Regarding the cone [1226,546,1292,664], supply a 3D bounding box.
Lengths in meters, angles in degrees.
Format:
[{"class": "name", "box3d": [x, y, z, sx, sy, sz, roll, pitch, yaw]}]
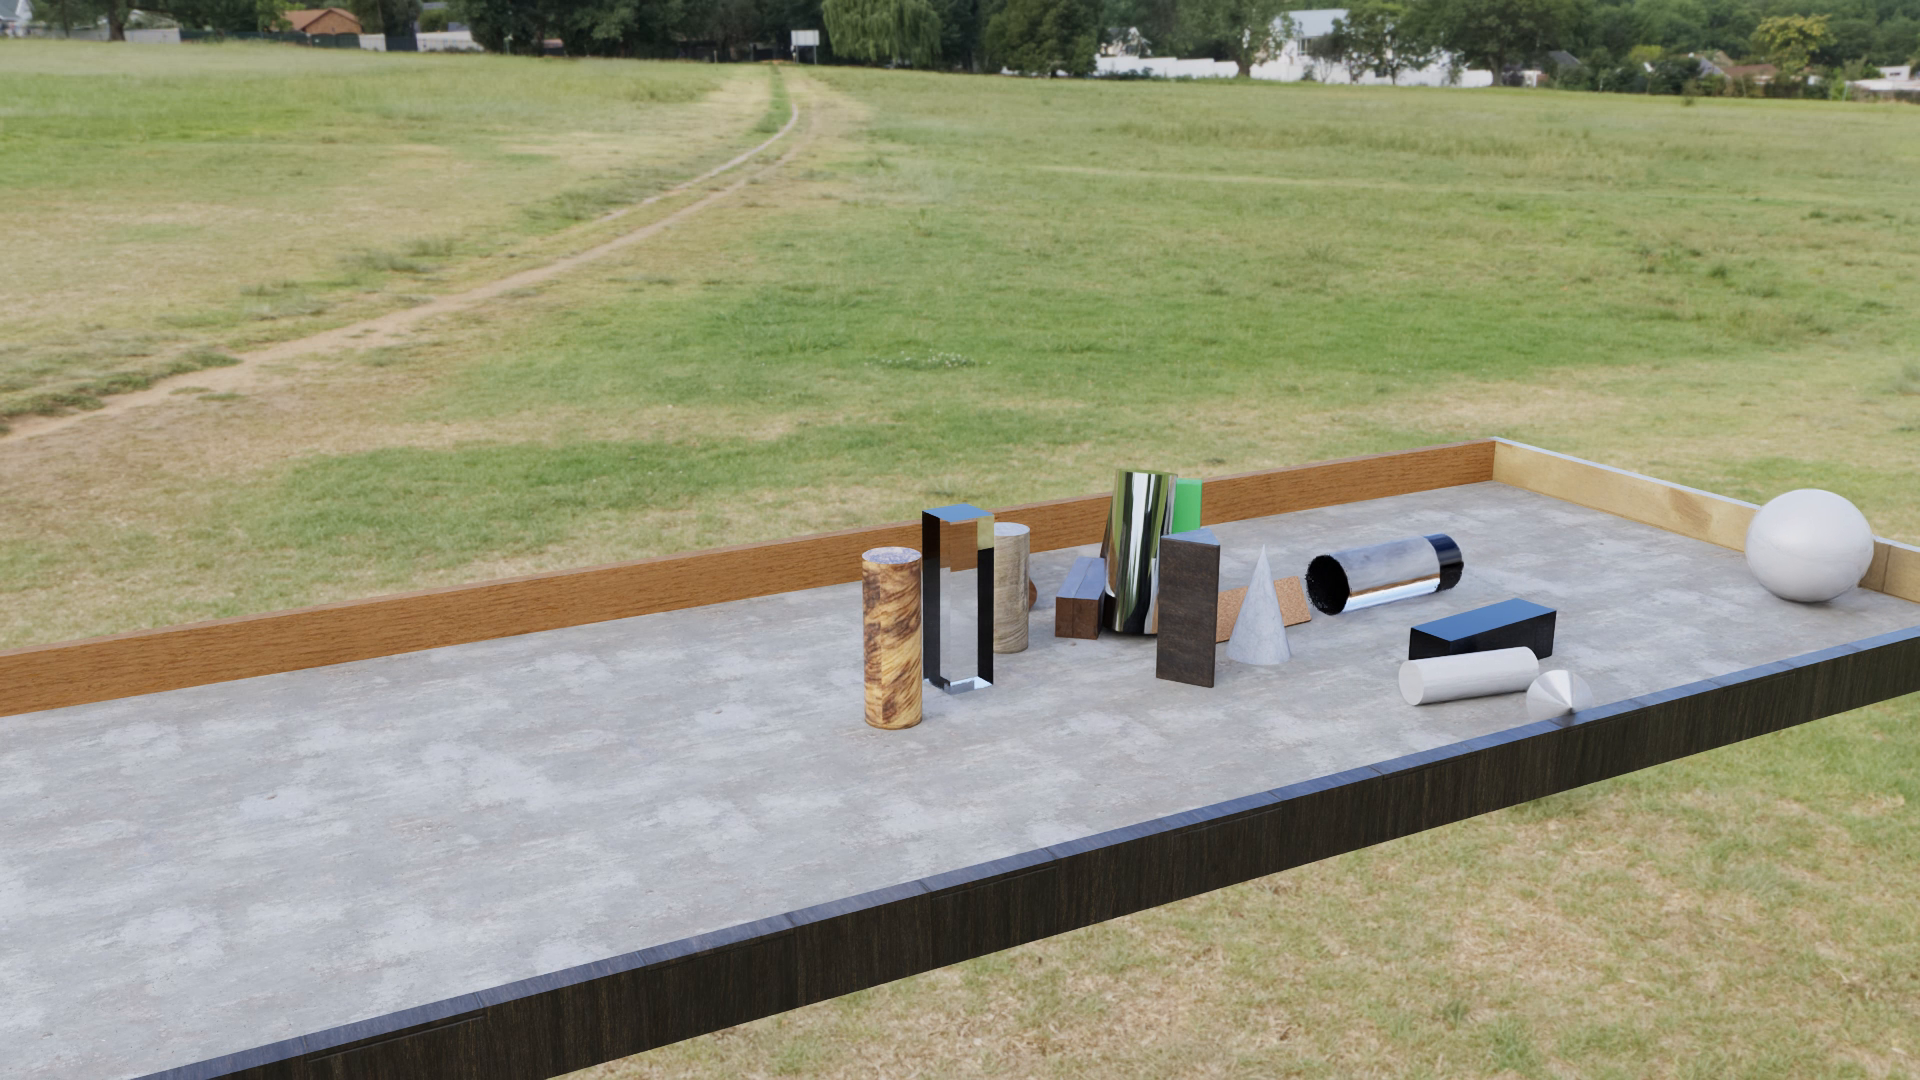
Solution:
[{"class": "cone", "box3d": [0.784, 0.154, 4.297, 0.171, 0.301, 0.171, 0, 16, 0]}]

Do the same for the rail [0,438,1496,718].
[{"class": "rail", "box3d": [-3.305, 0.497, 3.399, 12.000, 0.150, 0.050, -9, 18, -27]}]

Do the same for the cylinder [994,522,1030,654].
[{"class": "cylinder", "box3d": [0.117, 0.127, 4.350, 0.130, 0.324, 0.130, 0, 16, 0]}]

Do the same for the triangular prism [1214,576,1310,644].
[{"class": "triangular prism", "box3d": [0.765, 0.185, 4.512, 0.416, 0.114, 0.132, -10, 19, -31]}]

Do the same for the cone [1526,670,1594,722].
[{"class": "cone", "box3d": [1.340, 0.364, 3.651, 0.147, 0.147, 0.370, 5, -2, 17]}]

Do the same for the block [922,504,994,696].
[{"class": "block", "box3d": [-0.005, 0.145, 4.075, 0.127, 0.443, 0.127, -10, 19, -32]}]

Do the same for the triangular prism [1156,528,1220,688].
[{"class": "triangular prism", "box3d": [0.592, 0.164, 4.140, 0.151, 0.371, 0.131, 9, 18, 27]}]

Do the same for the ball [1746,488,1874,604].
[{"class": "ball", "box3d": [2.428, 0.017, 4.718, 0.327, 0.327, 0.327, 0, 16, 0]}]

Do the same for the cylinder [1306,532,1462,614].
[{"class": "cylinder", "box3d": [1.220, 0.094, 4.731, 0.443, 0.171, 0.171, -10, 19, -29]}]

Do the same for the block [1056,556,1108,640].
[{"class": "block", "box3d": [0.356, 0.159, 4.613, 0.114, 0.114, 0.381, 4, 17, 12]}]

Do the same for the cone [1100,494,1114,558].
[{"class": "cone", "box3d": [0.456, -0.024, 4.874, 0.113, 0.317, 0.113, 0, 16, 0]}]

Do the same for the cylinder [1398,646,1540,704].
[{"class": "cylinder", "box3d": [1.246, 0.331, 4.036, 0.325, 0.108, 0.108, -5, 17, -17]}]

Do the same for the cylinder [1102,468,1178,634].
[{"class": "cylinder", "box3d": [0.486, 0.028, 4.461, 0.168, 0.427, 0.168, 4, 6, 0]}]

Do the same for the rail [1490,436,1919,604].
[{"class": "rail", "box3d": [2.466, -0.048, 5.253, 0.050, 0.150, 2.100, -9, 18, -27]}]

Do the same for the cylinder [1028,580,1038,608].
[{"class": "cylinder", "box3d": [0.140, 0.098, 4.839, 0.101, 0.101, 0.404, -2, 17, -8]}]

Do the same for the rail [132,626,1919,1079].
[{"class": "rail", "box3d": [-2.336, 1.006, 1.665, 12.000, 0.150, 0.050, -9, 18, -27]}]

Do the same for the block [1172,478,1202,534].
[{"class": "block", "box3d": [0.583, 0.015, 4.621, 0.171, 0.363, 0.171, 3, 8, 9]}]

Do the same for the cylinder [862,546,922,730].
[{"class": "cylinder", "box3d": [-0.157, 0.230, 3.854, 0.137, 0.405, 0.137, 0, 16, 0]}]

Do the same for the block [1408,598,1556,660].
[{"class": "block", "box3d": [1.344, 0.262, 4.241, 0.417, 0.126, 0.126, -11, 20, -33]}]
